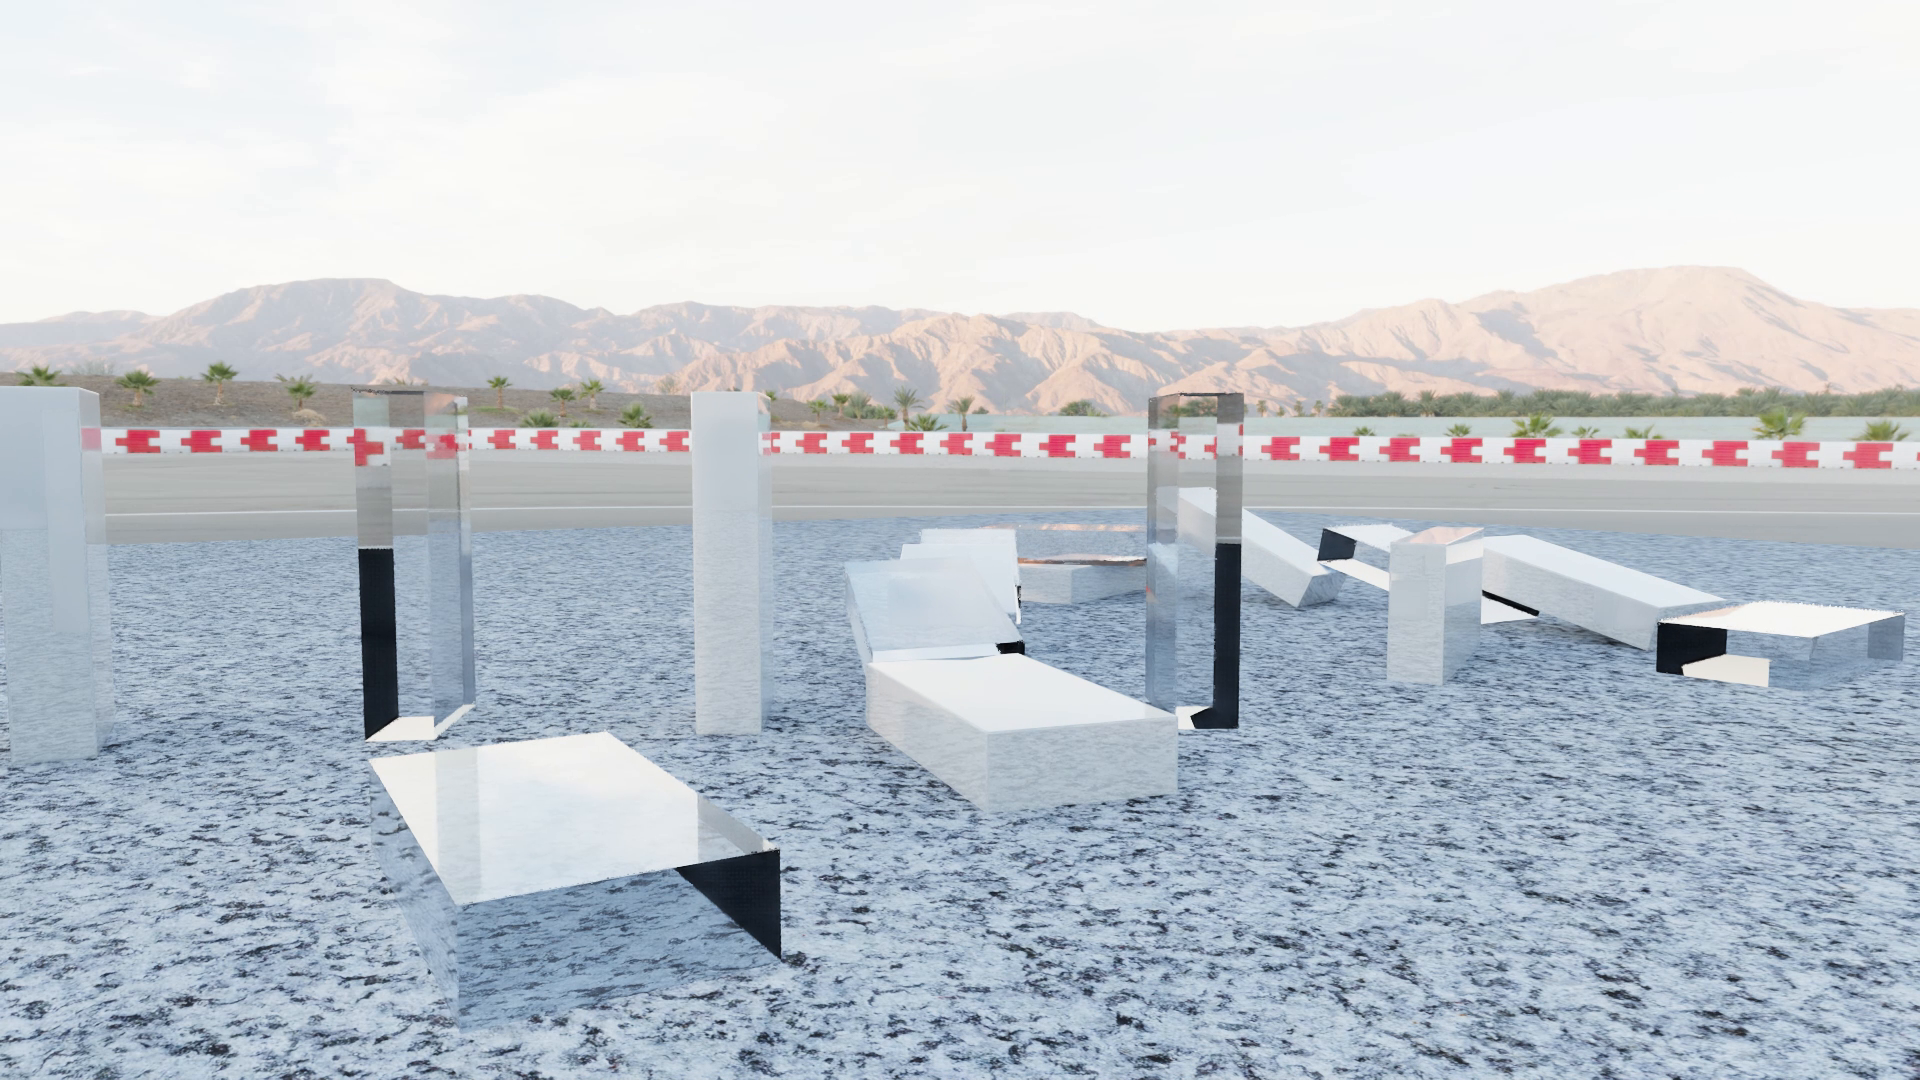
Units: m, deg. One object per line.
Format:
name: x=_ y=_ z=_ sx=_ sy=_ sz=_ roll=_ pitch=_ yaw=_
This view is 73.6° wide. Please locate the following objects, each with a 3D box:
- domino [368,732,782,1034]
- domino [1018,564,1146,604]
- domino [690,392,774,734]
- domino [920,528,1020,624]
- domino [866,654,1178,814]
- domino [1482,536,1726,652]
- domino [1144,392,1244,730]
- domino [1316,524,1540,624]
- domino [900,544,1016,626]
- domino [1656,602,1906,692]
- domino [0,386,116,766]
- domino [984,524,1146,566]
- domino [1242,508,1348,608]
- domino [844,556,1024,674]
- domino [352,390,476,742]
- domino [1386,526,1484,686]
domino: x=-0.038 y=0.029 z=0.120 sx=0.025 sy=0.009 sz=0.050 roll=-3 pitch=5 yaw=-31
domino: x=0.033 y=0.010 z=0.368 sx=0.025 sy=0.009 sz=0.050 roll=3 pitch=5 yaw=33
domino: x=-0.035 y=0.003 z=0.199 sx=0.010 sy=0.050 sz=0.025 roll=0 pitch=4 yaw=-4
domino: x=0.002 y=0.008 z=0.327 sx=0.025 sy=0.009 sz=0.050 roll=0 pitch=16 yaw=1
domino: x=0.006 y=0.025 z=0.175 sx=0.025 sy=0.010 sz=0.050 roll=-2 pitch=5 yaw=-20
domino: x=0.140 y=0.011 z=0.289 sx=0.025 sy=0.009 sz=0.050 roll=-3 pitch=18 yaw=-31
domino: x=0.036 y=0.002 z=0.202 sx=0.009 sy=0.050 sz=0.025 roll=0 pitch=4 yaw=-2
domino: x=0.119 y=0.008 z=0.327 sx=0.025 sy=0.009 sz=0.050 roll=-3 pitch=18 yaw=-31
domino: x=-0.001 y=0.012 z=0.278 sx=0.025 sy=0.009 sz=0.050 roll=0 pitch=15 yaw=1
domino: x=0.157 y=0.019 z=0.245 sx=0.050 sy=0.009 sz=0.025 roll=-3 pitch=5 yaw=-39
domino: x=-0.127 y=0.004 z=0.181 sx=0.009 sy=0.050 sz=0.025 roll=-2 pitch=5 yaw=-28
domino: x=0.033 y=0.001 z=0.363 sx=0.050 sy=0.009 sz=0.025 roll=1 pitch=4 yaw=16
domino: x=0.079 y=0.001 z=0.353 sx=0.050 sy=0.009 sz=0.025 roll=34 pitch=23 yaw=32
domino: x=-0.006 y=0.015 z=0.233 sx=0.025 sy=0.009 sz=0.050 roll=-3 pitch=16 yaw=-10
domino: x=-0.082 y=0.003 z=0.195 sx=0.009 sy=0.050 sz=0.025 roll=-1 pitch=4 yaw=-8
domino: x=0.093 y=0.011 z=0.250 sx=0.009 sy=0.025 sz=0.050 roll=2 pitch=5 yaw=29
